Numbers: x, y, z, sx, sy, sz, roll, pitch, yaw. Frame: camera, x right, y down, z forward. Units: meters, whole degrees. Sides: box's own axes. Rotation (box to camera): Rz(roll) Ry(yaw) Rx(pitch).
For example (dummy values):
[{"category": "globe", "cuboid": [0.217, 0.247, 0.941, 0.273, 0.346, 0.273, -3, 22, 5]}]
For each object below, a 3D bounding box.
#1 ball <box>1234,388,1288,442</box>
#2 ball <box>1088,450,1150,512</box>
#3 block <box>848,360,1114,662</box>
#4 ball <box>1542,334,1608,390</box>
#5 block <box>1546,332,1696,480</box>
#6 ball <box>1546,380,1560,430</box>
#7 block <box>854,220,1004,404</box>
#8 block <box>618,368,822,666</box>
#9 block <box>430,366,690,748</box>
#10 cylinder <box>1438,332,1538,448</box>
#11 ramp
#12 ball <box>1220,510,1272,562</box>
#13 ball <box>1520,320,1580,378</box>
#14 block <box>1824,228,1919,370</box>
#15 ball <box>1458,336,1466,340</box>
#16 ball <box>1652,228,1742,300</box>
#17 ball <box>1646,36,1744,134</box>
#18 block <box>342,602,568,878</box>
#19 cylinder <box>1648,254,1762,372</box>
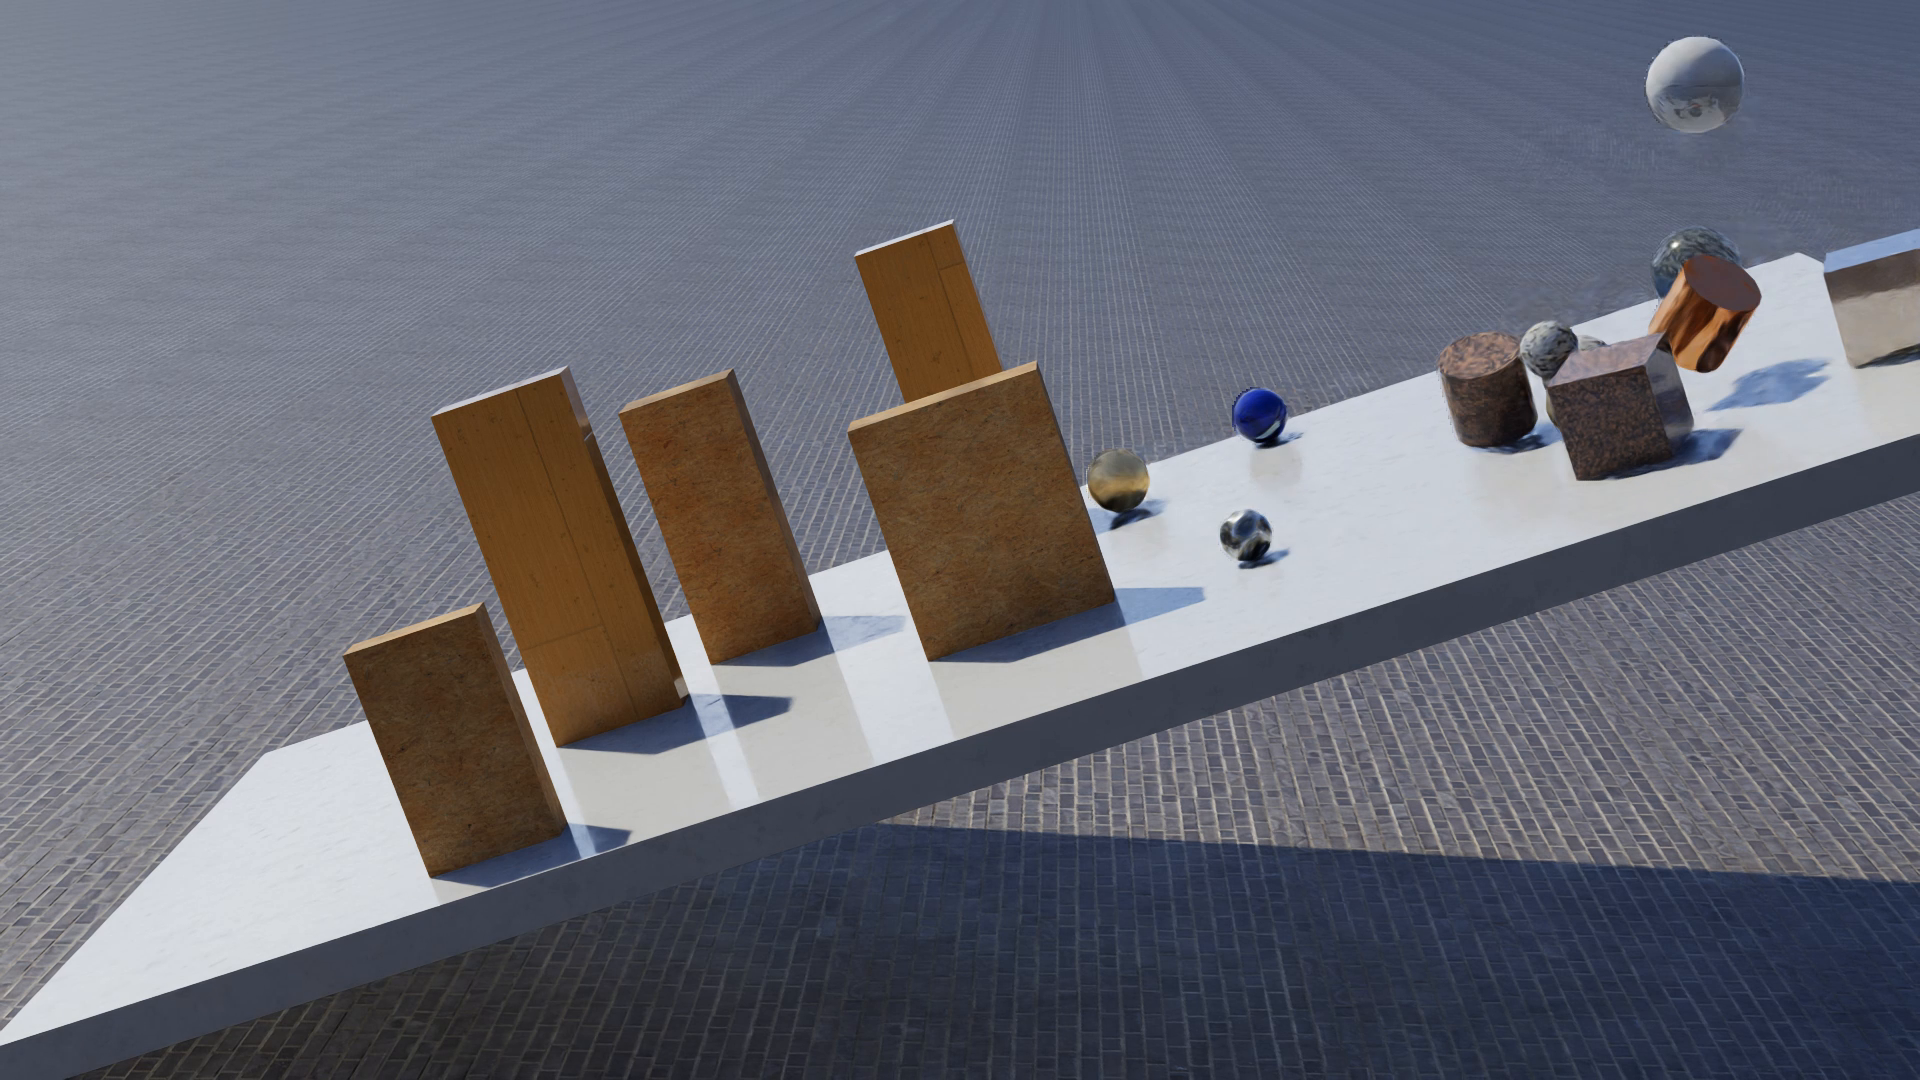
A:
[{"category": "ball", "cuboid": [0.716, -0.296, 7.006, 0.130, 0.130, 0.130, 0, 12, 0]}, {"category": "ball", "cuboid": [0.365, -0.136, 6.776, 0.144, 0.144, 0.144, 0, 12, 0]}, {"category": "block", "cuboid": [0.045, -0.058, 5.988, 0.401, 0.501, 0.119, -18, 11, 6]}, {"category": "ball", "cuboid": [1.304, -0.352, 6.187, 0.160, 0.160, 0.160, 0, 12, 0]}, {"category": "block", "cuboid": [1.271, -0.258, 5.651, 0.194, 0.194, 0.194, -13, 16, 30]}, {"category": "ball", "cuboid": [1.258, -0.281, 5.930, 0.154, 0.154, 0.154, 0, 12, 0]}, {"category": "block", "cuboid": [-0.012, -0.367, 6.978, 0.242, 0.740, 0.101, -18, 11, 6]}, {"category": "block", "cuboid": [-0.541, -0.053, 6.680, 0.256, 0.610, 0.144, -18, 11, 6]}, {"category": "block", "cuboid": [-0.860, 0.038, 6.357, 0.294, 0.768, 0.114, -18, 11, 6]}, {"category": "cylinder", "cuboid": [1.107, -0.315, 6.171, 0.176, 0.176, 0.176, -15, 31, 10]}, {"category": "ramp", "cuboid": [0.107, 0.180, 6.305, 4.000, 0.100, 2.000, -18, 11, 6]}, {"category": "ball", "cuboid": [0.573, -0.009, 5.892, 0.105, 0.105, 0.105, 0, 12, 0]}, {"category": "ball", "cuboid": [1.204, -0.389, 6.007, 0.118, 0.118, 0.118, 0, 12, 0]}, {"category": "block", "cuboid": [1.832, -0.479, 5.800, 0.199, 0.199, 0.199, -15, 12, 22]}, {"category": "ball", "cuboid": [1.171, -0.400, 6.724, 0.134, 0.134, 0.134, 0, 12, 0]}, {"category": "ball", "cuboid": [1.504, -0.548, 6.002, 0.181, 0.181, 0.181, 0, 12, 0]}, {"category": "ball", "cuboid": [1.539, -0.952, 6.154, 0.201, 0.201, 0.201, 0, 12, 0]}, {"category": "block", "cuboid": [-0.965, 0.384, 5.635, 0.269, 0.464, 0.087, -18, 11, 6]}, {"category": "cylinder", "cuboid": [1.480, -0.450, 5.853, 0.165, 0.165, 0.165, 11, 44, -11]}]
